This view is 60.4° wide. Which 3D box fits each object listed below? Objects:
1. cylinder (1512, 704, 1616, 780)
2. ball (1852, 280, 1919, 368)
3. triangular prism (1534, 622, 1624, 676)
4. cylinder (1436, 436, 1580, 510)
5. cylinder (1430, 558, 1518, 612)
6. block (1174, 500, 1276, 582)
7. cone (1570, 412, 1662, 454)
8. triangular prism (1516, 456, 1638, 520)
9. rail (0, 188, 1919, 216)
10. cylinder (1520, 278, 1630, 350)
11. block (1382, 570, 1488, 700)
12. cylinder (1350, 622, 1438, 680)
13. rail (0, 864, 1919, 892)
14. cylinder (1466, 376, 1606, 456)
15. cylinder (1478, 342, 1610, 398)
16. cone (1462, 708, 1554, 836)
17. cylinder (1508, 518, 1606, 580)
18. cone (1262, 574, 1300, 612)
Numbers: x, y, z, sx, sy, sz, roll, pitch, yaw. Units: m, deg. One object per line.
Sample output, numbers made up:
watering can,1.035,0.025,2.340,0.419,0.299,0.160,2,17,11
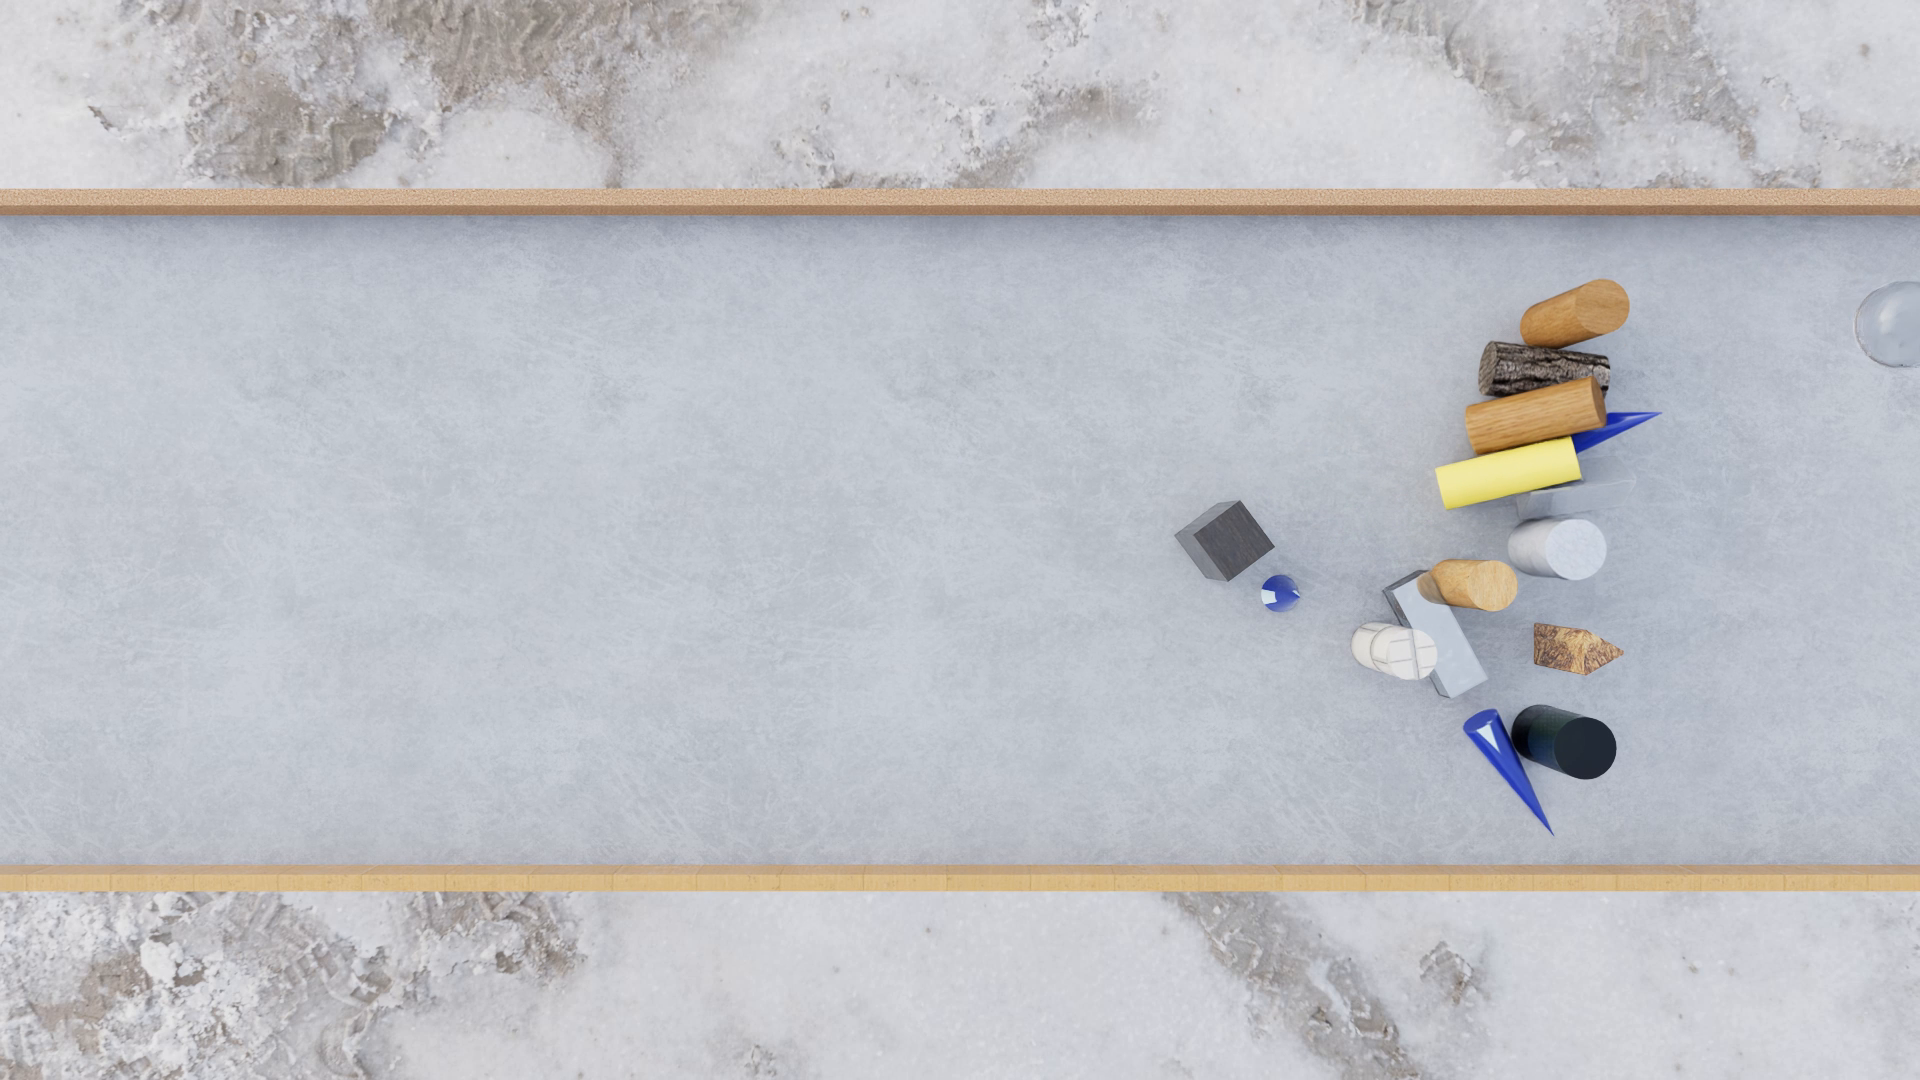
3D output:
cylinder,1.787,0.596,4.894,0.180,0.365,0.180,0,90,0
ball,2.825,-0.647,4.947,0.259,0.259,0.259,0,90,0
triangular prism,1.797,0.303,4.873,0.128,0.407,0.111,-30,90,0
cylinder,1.642,-0.202,4.948,0.394,0.132,0.132,-14,90,20
cylinder,1.514,0.130,4.882,0.144,0.389,0.144,0,90,0
block,0.774,0.002,4.866,0.165,0.420,0.165,-37,90,0
cone,1.922,-0.341,4.890,0.154,0.354,0.154,8,76,-37
triangular prism,1.869,-0.162,5.005,0.320,0.135,0.155,-8,90,0
rail,-2.247,-1.025,5.002,12.000,0.150,0.050,0,90,0
cylinder,1.801,-0.655,4.850,0.155,0.452,0.155,0,90,0
block,1.441,0.285,5.013,0.127,0.127,0.370,-29,90,0
cylinder,1.274,0.324,4.864,0.145,0.425,0.145,0,90,0
rail,-2.247,1.025,5.001,12.000,0.150,0.050,0,90,0
cylinder,1.713,-0.369,4.912,0.369,0.154,0.154,-13,90,32
cylinder,1.767,-0.499,4.995,0.342,0.164,0.164,7,90,0
cone,1.707,0.732,5.047,0.118,0.118,0.447,-34,97,0
cylinder,1.773,0.025,4.910,0.176,0.331,0.176,0,91,0
cone,0.985,0.165,4.923,0.116,0.308,0.116,0,90,0
